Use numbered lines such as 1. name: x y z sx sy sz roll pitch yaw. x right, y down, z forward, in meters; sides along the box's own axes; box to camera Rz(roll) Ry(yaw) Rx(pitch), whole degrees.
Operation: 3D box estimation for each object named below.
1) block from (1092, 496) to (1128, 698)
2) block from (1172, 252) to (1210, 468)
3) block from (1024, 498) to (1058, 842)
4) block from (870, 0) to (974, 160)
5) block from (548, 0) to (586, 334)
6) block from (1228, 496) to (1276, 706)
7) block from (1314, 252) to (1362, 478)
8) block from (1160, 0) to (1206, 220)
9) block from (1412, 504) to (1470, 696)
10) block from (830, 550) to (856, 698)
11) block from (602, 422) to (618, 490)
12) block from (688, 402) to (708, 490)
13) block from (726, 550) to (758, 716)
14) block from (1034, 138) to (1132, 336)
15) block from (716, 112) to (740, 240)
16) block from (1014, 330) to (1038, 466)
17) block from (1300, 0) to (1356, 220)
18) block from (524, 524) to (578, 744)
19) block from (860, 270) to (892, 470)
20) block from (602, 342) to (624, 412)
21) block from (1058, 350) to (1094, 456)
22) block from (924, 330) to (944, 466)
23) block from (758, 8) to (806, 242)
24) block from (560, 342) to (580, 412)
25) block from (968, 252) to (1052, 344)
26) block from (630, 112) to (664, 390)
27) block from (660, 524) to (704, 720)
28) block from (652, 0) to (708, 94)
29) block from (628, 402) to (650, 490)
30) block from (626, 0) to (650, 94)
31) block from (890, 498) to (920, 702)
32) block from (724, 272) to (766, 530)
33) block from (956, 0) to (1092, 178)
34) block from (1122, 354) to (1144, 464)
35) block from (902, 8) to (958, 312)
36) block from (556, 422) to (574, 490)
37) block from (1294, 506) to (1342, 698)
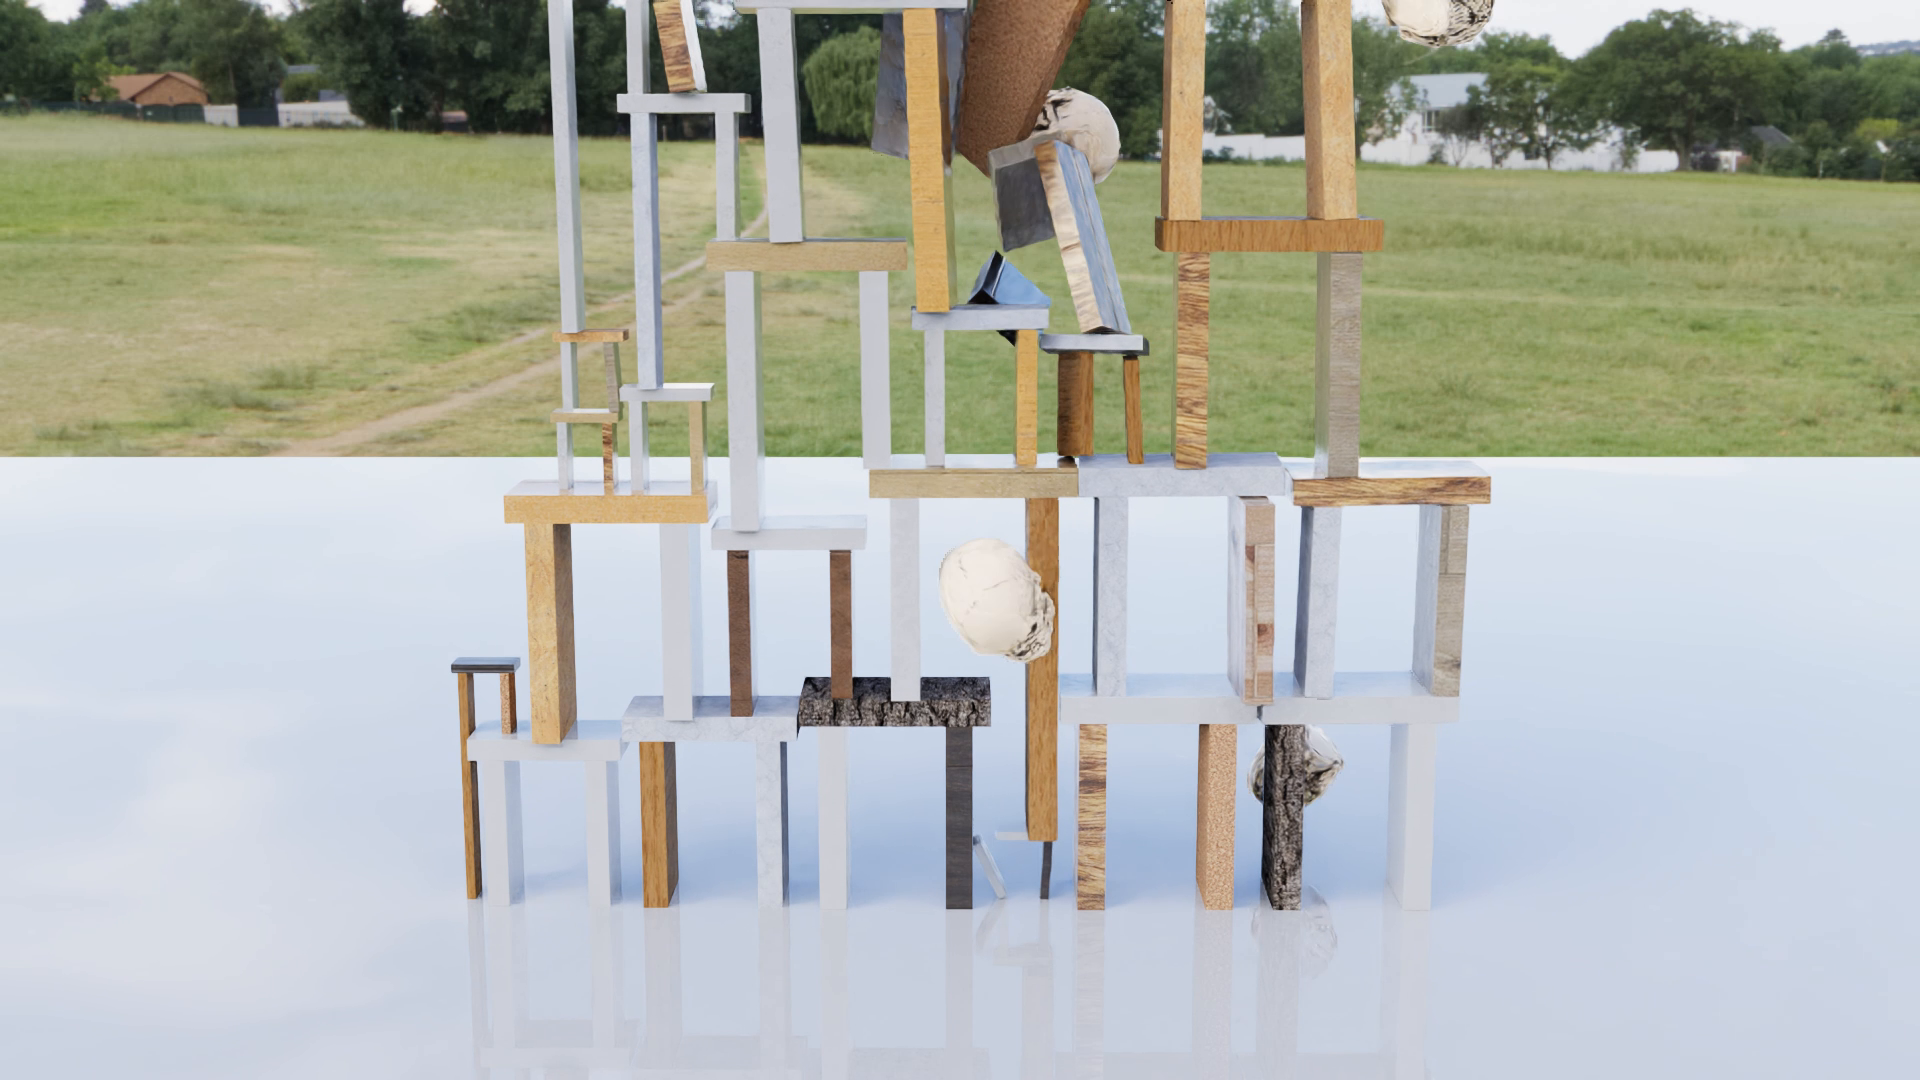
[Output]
1. block: 0.244 0.077 3.575 0.046 0.325 0.161 0 10 0
2. block: 0.365 -0.293 3.491 0.048 0.337 0.168 0 11 3
3. block: 0.133 0.196 3.601 0.047 0.566 0.165 0 10 0
4. block: -0.055 -0.834 3.587 0.137 0.486 0.039 17 43 9
5. block: -0.617 -0.595 3.452 0.023 0.533 0.082 -1 10 0
6. block: 0.464 0.086 3.514 0.046 0.322 0.161 -2 13 -3
7. block: 0.601 -0.287 3.498 0.048 0.352 0.168 -1 11 2
8. block: 0.346 -0.676 3.418 0.049 0.347 0.174 0 11 1
9. block: 0.776 0.082 3.556 0.044 0.309 0.154 0 12 -1
10. block: -0.190 0.124 3.579 0.035 0.244 0.122 0 11 0
11. block: -0.561 -0.138 3.531 0.015 0.108 0.054 0 11 0
12. block: -0.419 -0.156 3.529 0.020 0.143 0.072 0 11 0
13. block: -0.354 0.139 3.582 0.035 0.275 0.122 0 11 0
14. block: 0.199 -0.482 3.551 0.037 0.316 0.130 -18 -10 24
15. block: -0.363 -0.570 3.444 0.028 0.196 0.098 0 10 -1
16. block: 0.105 -0.234 3.524 0.030 0.215 0.108 0 11 -2
17. block: 0.572 -0.678 3.417 0.049 0.347 0.174 -4 11 1
18. block: -0.665 0.136 3.580 0.045 0.359 0.160 0 11 0
19. block: -0.134 -0.277 3.501 0.044 0.310 0.155 -1 11 -1
20. block: -0.554 -0.263 3.515 0.016 0.112 0.056 -4 10 0
21. block: 0.186 -0.219 3.544 0.023 0.166 0.082 0 1 -23
22. block: -0.041 -0.233 3.522 0.030 0.215 0.108 0 11 -1
23. block: -0.277 -0.646 3.433 0.050 0.350 0.175 -3 11 -2
24. block: -0.624 -0.263 3.517 0.016 0.112 0.056 0 10 1
25. block: 0.085 -0.401 3.707 0.130 0.037 0.259 41 20 -9
26. block: -0.493 -0.456 3.473 0.028 0.427 0.098 0 10 -1
27. block: -0.452 0.117 3.577 0.045 0.320 0.160 0 11 0
28. block: -0.461 -0.922 3.396 0.040 0.459 0.142 -9 9 3
29. block: -0.515 -0.156 3.529 0.020 0.143 0.072 0 11 0
30. block: -0.501 -0.777 3.423 0.023 0.165 0.082 0 10 0
31. block: -0.089 0.081 3.575 0.047 0.329 0.165 0 11 -1
32. block: -0.341 -0.229 3.507 0.044 0.407 0.155 0 11 -1
33. block: 0.102 -0.828 3.540 0.160 0.561 0.045 43 51 12
34. block: 0.277 -0.209 3.517 0.023 0.165 0.082 -3 11 3
35. block: -0.045 -0.595 3.453 0.050 0.458 0.175 -2 10 5
36. block: -0.633 -0.138 3.530 0.015 0.108 0.054 0 11 0
37. block: 0.578 0.085 3.557 0.044 0.309 0.154 1 12 2
